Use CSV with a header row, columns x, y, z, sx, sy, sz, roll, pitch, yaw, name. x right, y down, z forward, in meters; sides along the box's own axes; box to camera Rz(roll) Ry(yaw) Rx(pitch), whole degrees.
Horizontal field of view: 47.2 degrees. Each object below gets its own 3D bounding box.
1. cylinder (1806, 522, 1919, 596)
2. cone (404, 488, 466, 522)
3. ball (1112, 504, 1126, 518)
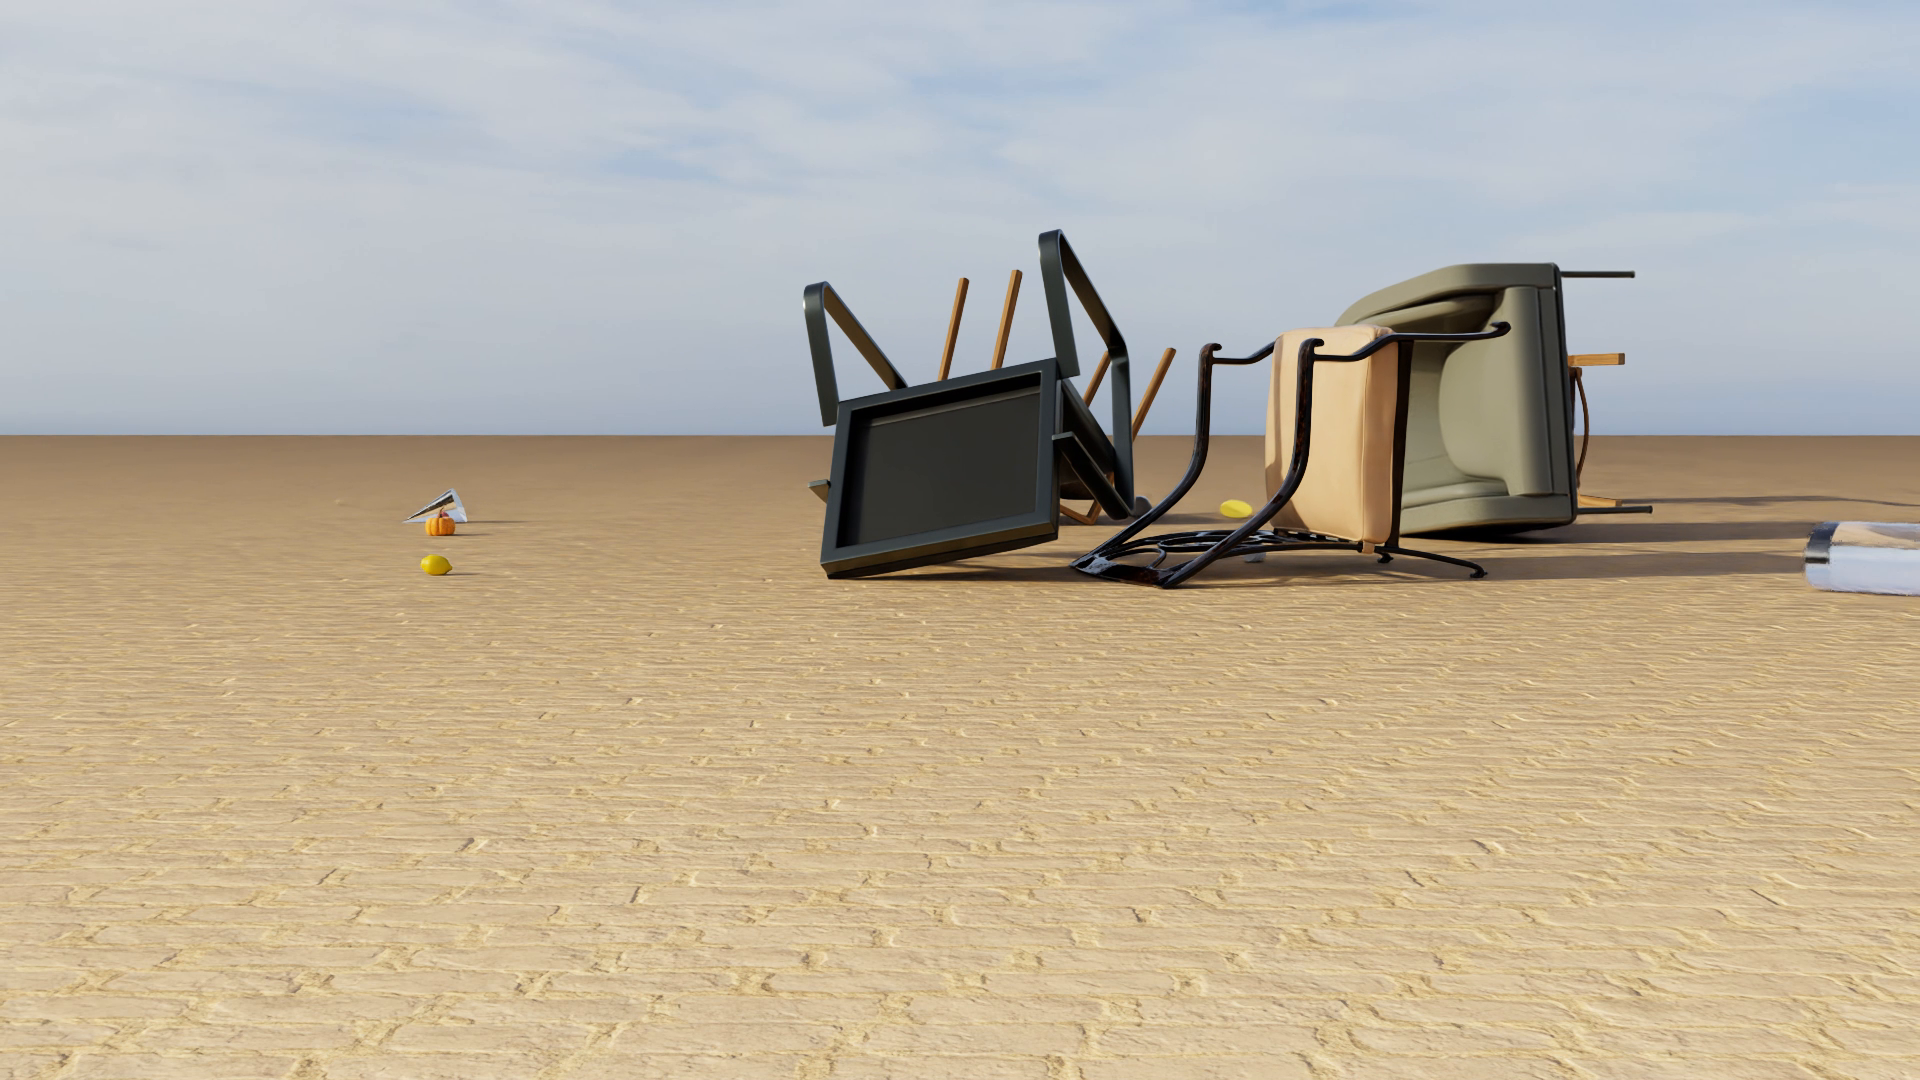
x,y,z,sx,sy,sz,roll,pitch,yaw,name
2.035,0.040,4.848,0.252,0.152,0.232,4,10,44,cylinder
-1.783,-0.088,7.401,0.202,0.092,0.152,-17,-37,-2,cone
0.551,-0.101,7.653,0.050,0.050,0.050,0,4,0,ball
